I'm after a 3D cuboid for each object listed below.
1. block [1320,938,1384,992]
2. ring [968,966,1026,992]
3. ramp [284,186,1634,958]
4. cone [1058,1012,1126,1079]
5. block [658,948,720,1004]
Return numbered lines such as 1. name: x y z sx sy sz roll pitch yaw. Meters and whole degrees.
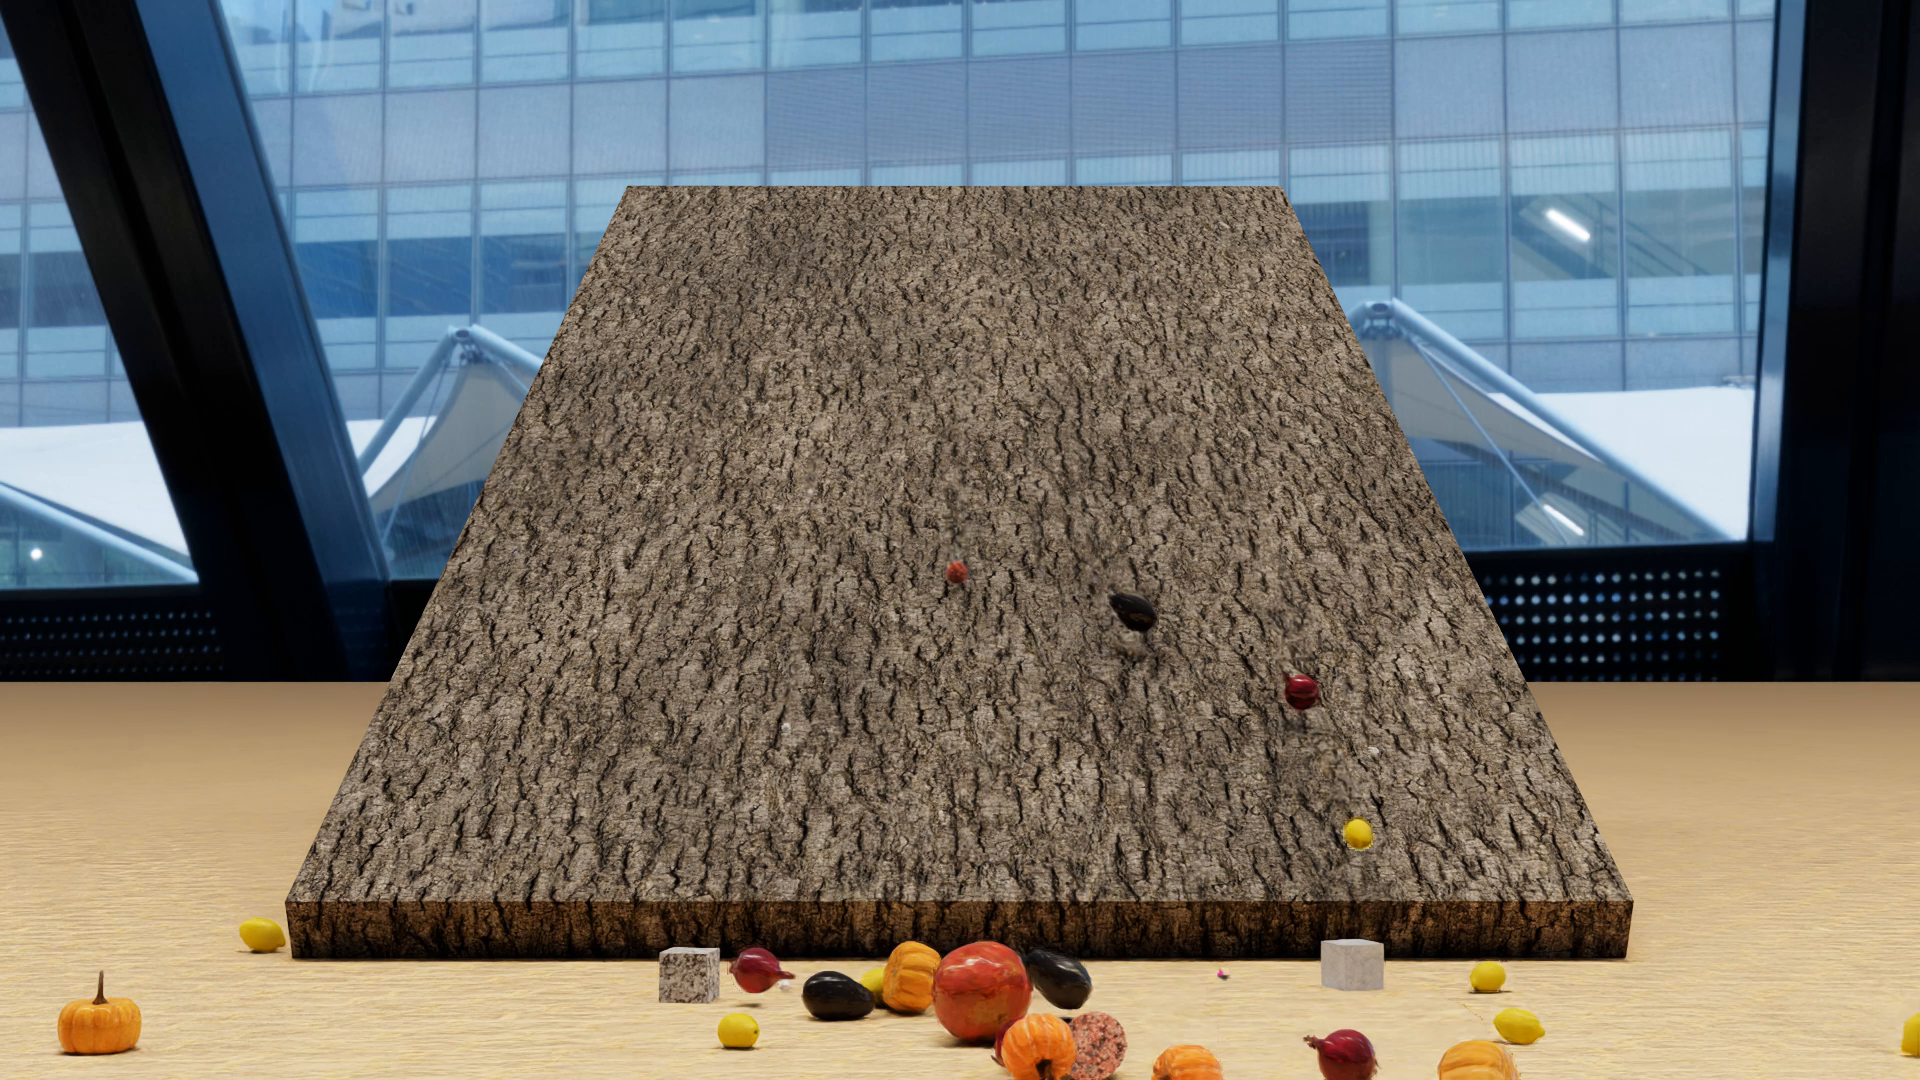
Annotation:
1. block: 0.533 0.577 3.155 0.061 0.061 0.061 1 -4 -22
2. ring: 0.051 0.594 3.146 0.081 0.027 0.081 1 -2 0
3. ramp: -0.008 -0.228 5.294 2.000 0.100 4.000 0 24 0
4. cone: 0.152 0.550 2.468 0.076 0.076 0.076 -1 -30 23
5. block: -0.353 0.569 3.037 0.064 0.064 0.064 -1 -3 9
